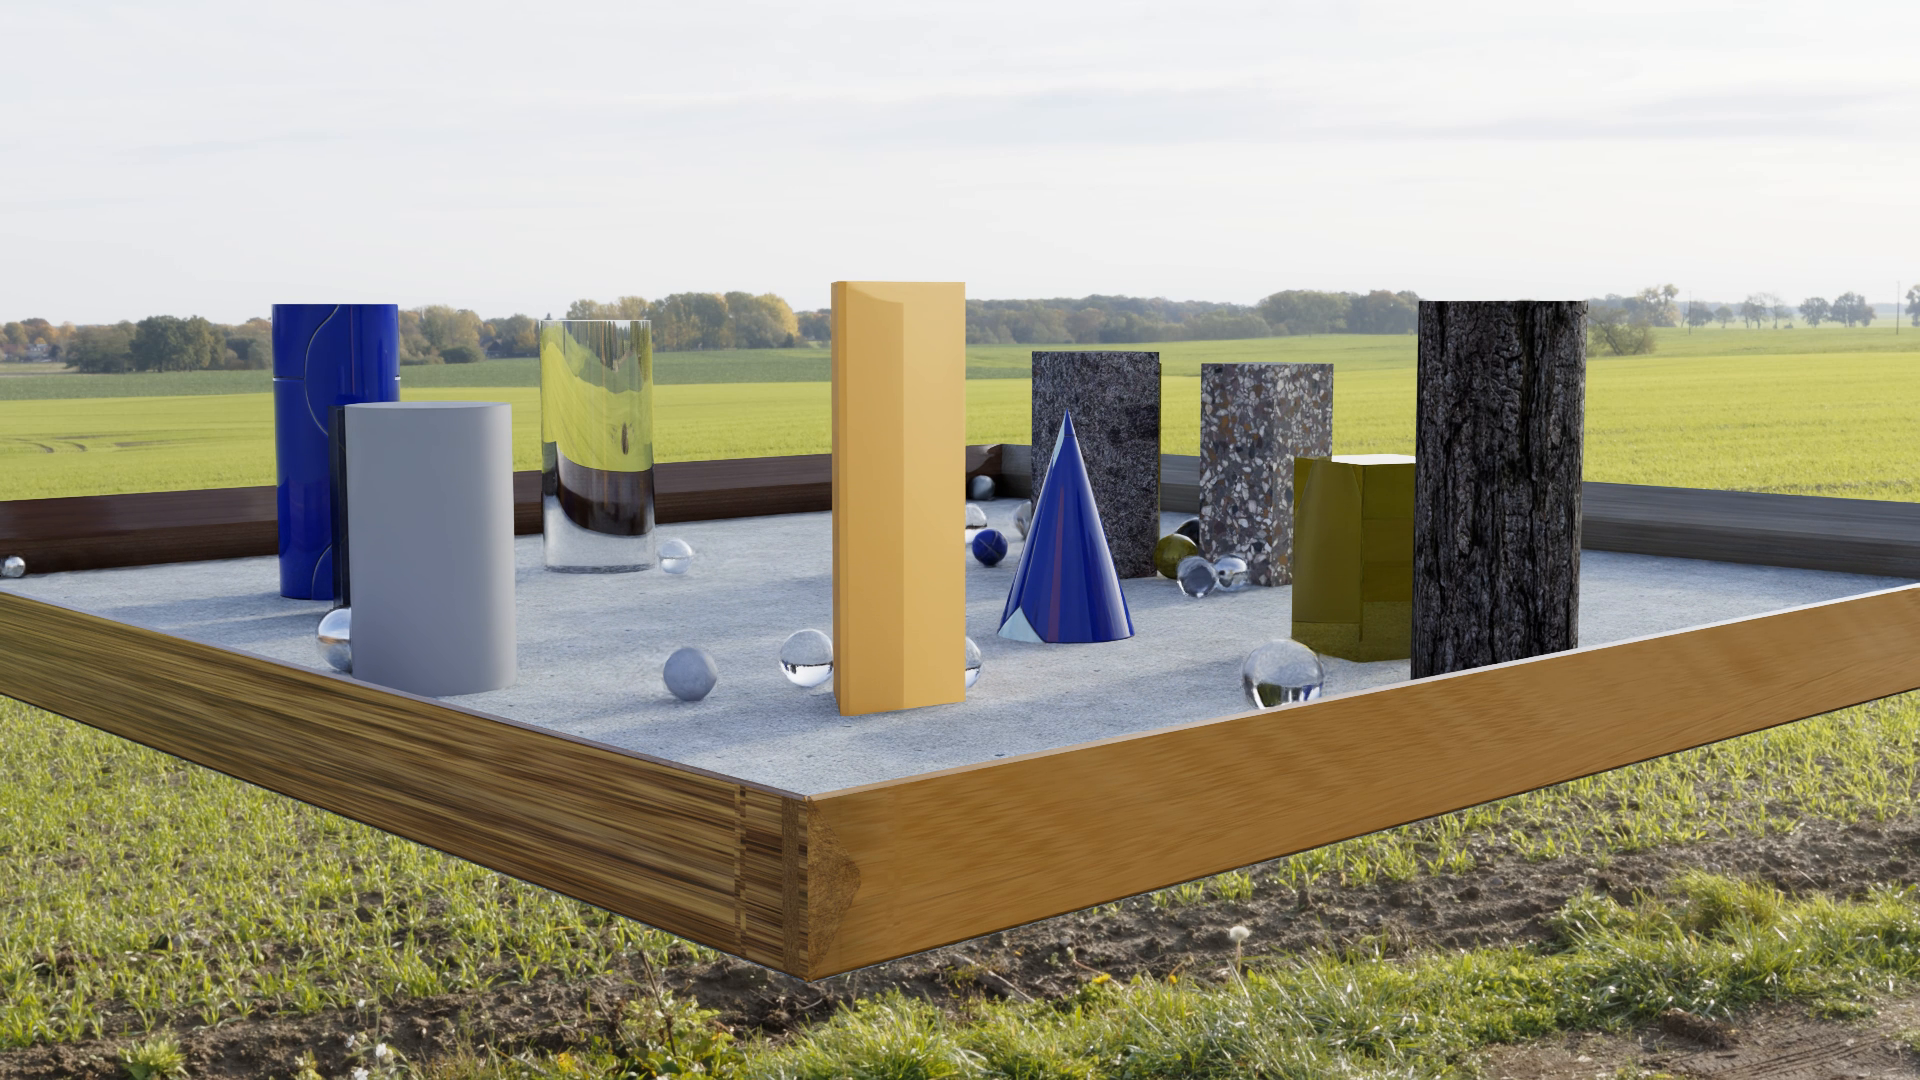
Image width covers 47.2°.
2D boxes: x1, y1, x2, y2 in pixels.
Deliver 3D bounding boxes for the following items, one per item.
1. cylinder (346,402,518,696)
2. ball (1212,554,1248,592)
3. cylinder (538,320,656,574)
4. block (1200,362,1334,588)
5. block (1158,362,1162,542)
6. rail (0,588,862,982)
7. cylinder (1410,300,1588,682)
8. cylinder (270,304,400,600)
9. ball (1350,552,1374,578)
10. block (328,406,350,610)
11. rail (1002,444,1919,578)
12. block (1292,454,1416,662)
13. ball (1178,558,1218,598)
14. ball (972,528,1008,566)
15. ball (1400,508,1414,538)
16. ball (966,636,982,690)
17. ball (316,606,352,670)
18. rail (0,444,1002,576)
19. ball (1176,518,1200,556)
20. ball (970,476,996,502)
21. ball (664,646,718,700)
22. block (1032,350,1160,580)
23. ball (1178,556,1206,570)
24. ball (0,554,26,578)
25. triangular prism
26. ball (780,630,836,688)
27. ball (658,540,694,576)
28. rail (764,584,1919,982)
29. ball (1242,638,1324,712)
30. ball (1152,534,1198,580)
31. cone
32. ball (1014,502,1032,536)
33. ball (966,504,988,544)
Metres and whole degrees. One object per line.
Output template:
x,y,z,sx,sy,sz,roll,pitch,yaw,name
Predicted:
-0.625,0.006,2.603,0.191,0.332,0.191,0,6,0,cylinder
0.423,0.051,3.465,0.060,0.060,0.060,0,6,0,ball
-0.620,-0.163,3.765,0.191,0.423,0.191,0,6,0,cylinder
0.502,-0.112,3.611,0.152,0.355,0.152,-6,8,-43,block
0.260,-0.149,3.999,0.152,0.347,0.152,-3,7,-26,block
-0.981,0.127,2.432,0.045,0.124,2.650,-6,8,-42,rail
0.628,-0.052,2.570,0.191,0.453,0.191,0,6,0,cylinder
-0.969,-0.142,3.431,0.191,0.451,0.191,0,6,0,cylinder
0.667,0.041,3.648,0.041,0.041,0.041,0,6,0,ball
-0.829,-0.042,3.196,0.152,0.302,0.152,-2,6,-21,block
0.981,-0.063,4.233,0.045,0.124,2.650,-6,8,-42,rail
0.539,0.020,2.857,0.152,0.250,0.152,-3,7,-25,block
0.366,0.058,3.389,0.062,0.062,0.062,0,6,0,ball
0.052,0.012,3.818,0.063,0.063,0.063,0,6,0,ball
0.888,-0.035,4.280,0.060,0.060,0.060,0,6,0,ball
-0.009,0.142,2.552,0.070,0.070,0.070,0,6,0,ball
-0.752,0.121,2.710,0.079,0.079,0.079,0,6,0,ball
-0.882,-0.068,4.283,2.718,0.124,0.045,-6,8,-42,rail
0.420,-0.002,3.902,0.075,0.075,0.075,0,6,0,ball
0.052,-0.120,5.092,0.060,0.060,0.060,0,6,0,ball
-0.307,0.152,2.502,0.061,0.061,0.061,0,6,0,ball
0.224,-0.128,3.670,0.152,0.373,0.152,-3,7,-30,block
0.372,0.052,3.490,0.054,0.054,0.054,0,6,0,ball
-1.566,0.043,3.635,0.040,0.040,0.040,0,6,0,ball
-0.102,-0.054,2.490,0.165,0.473,0.143,-4,7,-36,triangular prism
-0.179,0.139,2.593,0.068,0.068,0.068,0,6,0,ball
-0.476,0.029,3.680,0.060,0.060,0.060,0,6,0,ball
0.882,0.132,2.381,2.718,0.124,0.045,-6,8,-42,rail
0.349,0.151,2.381,0.089,0.089,0.089,0,6,0,ball
0.355,0.027,3.621,0.075,0.075,0.075,0,6,0,ball
0.146,-0.027,3.007,0.191,0.311,0.191,0,6,0,cone
0.140,-0.039,4.267,0.071,0.071,0.071,0,6,0,ball
0.014,-0.030,4.162,0.075,0.075,0.075,0,6,0,ball
